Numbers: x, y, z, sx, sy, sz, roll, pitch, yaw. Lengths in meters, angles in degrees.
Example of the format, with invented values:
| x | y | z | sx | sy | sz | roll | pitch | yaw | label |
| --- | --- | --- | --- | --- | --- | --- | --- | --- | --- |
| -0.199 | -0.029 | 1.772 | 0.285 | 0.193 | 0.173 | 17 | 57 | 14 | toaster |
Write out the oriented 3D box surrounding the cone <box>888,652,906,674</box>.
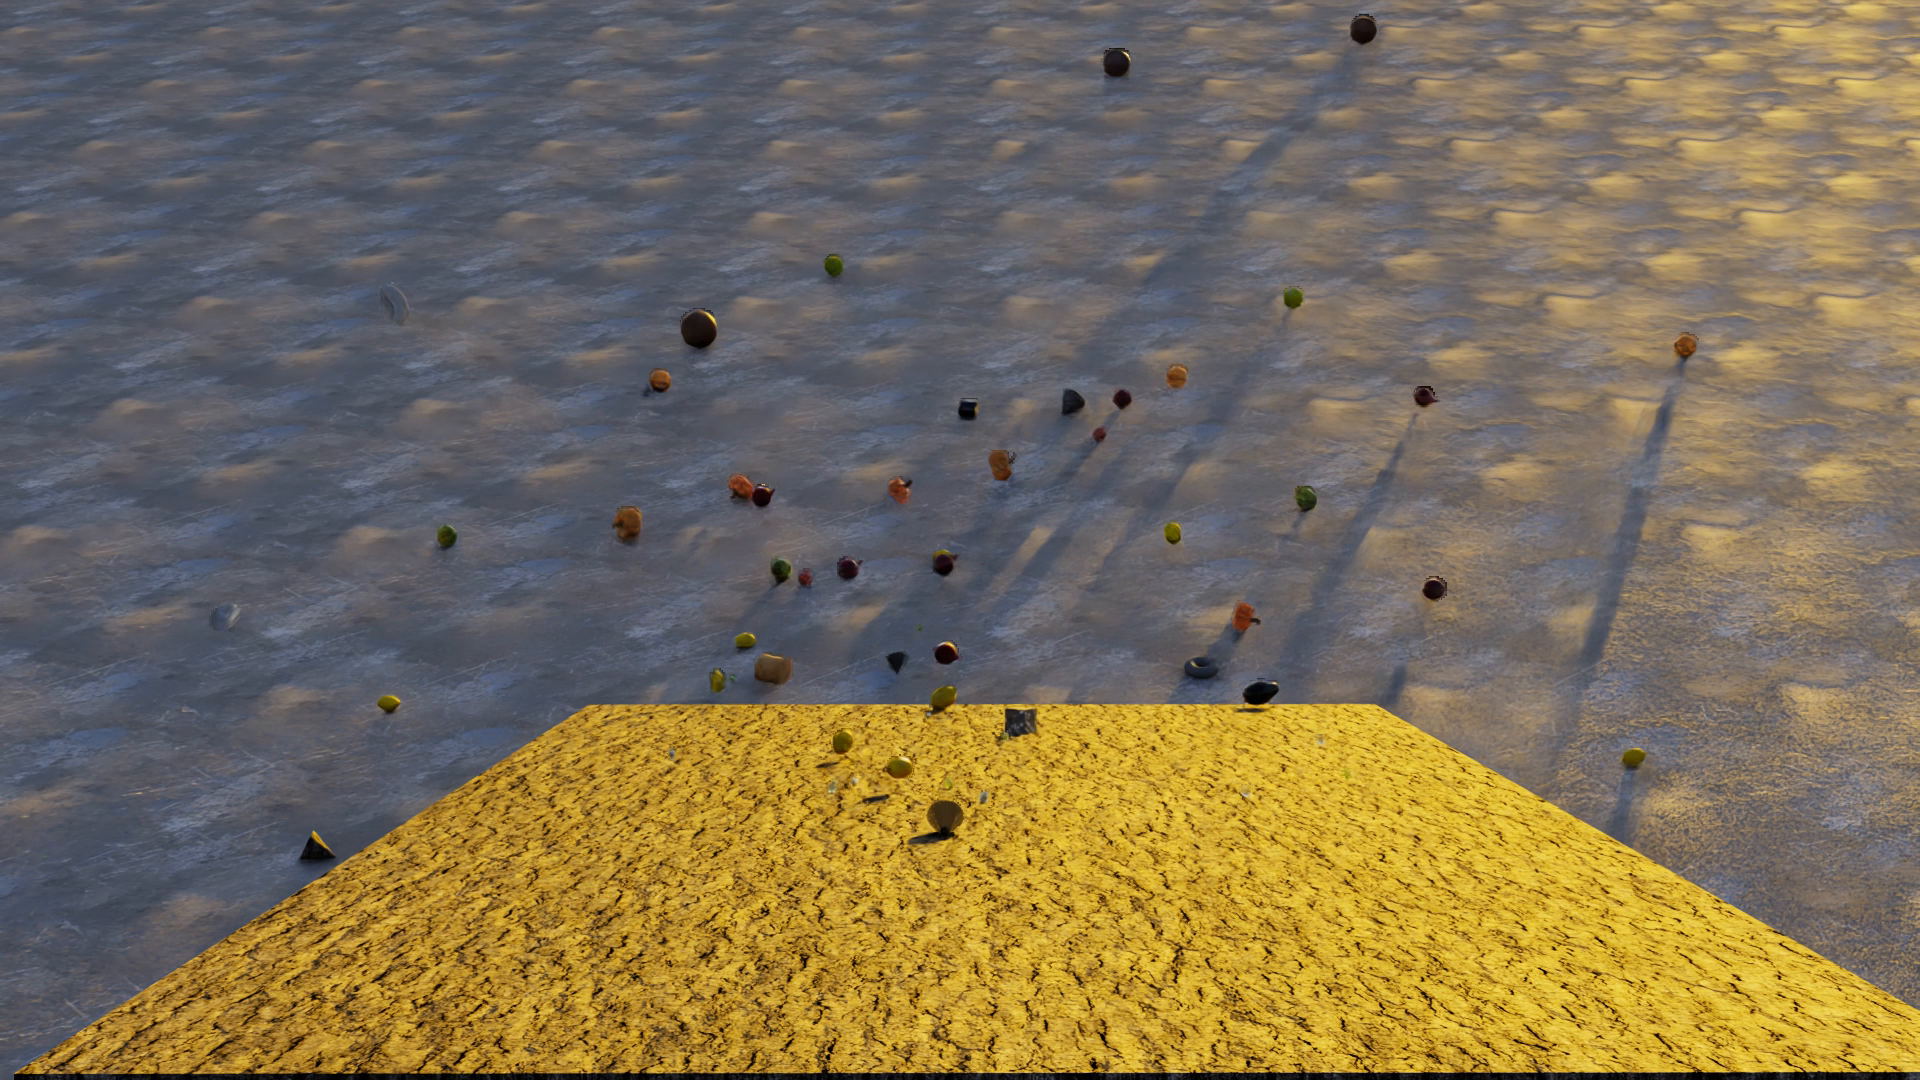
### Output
| x | y | z | sx | sy | sz | roll | pitch | yaw | label |
| --- | --- | --- | --- | --- | --- | --- | --- | --- | --- |
| -0.168 | 0.338 | 6.913 | 0.053 | 0.053 | 0.053 | -2 | 52 | -4 | cone |

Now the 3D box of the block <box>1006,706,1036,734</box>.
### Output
| x | y | z | sx | sy | sz | roll | pitch | yaw | label |
| --- | --- | --- | --- | --- | --- | --- | --- | --- | --- |
| 0.139 | 0.411 | 5.885 | 0.053 | 0.053 | 0.053 | 1 | 2 | 32 | block |

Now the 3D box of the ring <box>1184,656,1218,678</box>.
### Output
| x | y | z | sx | sy | sz | roll | pitch | yaw | label |
| --- | --- | --- | --- | --- | --- | --- | --- | --- | --- |
| 0.646 | 0.341 | 6.902 | 0.092 | 0.031 | 0.092 | -1 | 26 | 0 | ring |

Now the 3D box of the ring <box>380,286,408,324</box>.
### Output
| x | y | z | sx | sy | sz | roll | pitch | yaw | label |
| --- | --- | --- | --- | --- | --- | --- | --- | --- | --- |
| -2.030 | -0.843 | 9.247 | 0.049 | 0.148 | 0.148 | -27 | 36 | -34 | ring |

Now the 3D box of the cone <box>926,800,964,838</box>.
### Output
| x | y | z | sx | sy | sz | roll | pitch | yaw | label |
| --- | --- | --- | --- | --- | --- | --- | --- | --- | --- |
| -0.025 | 0.469 | 4.222 | 0.062 | 0.062 | 0.062 | 0 | 32 | -1 | cone |

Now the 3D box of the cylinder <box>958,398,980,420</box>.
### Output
| x | y | z | sx | sy | sz | roll | pitch | yaw | label |
| --- | --- | --- | --- | --- | --- | --- | --- | --- | --- |
| 0.028 | -0.432 | 8.499 | 0.053 | 0.053 | 0.053 | 33 | 34 | 10 | cylinder |

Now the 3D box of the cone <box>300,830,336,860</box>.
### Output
| x | y | z | sx | sy | sz | roll | pitch | yaw | label |
| --- | --- | --- | --- | --- | --- | --- | --- | --- | --- |
| -1.504 | 0.733 | 6.073 | 0.075 | 0.075 | 0.075 | 25 | 24 | -9 | cone |

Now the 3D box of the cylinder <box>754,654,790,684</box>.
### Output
| x | y | z | sx | sy | sz | roll | pitch | yaw | label |
| --- | --- | --- | --- | --- | --- | --- | --- | --- | --- |
| -0.498 | 0.343 | 6.844 | 0.071 | 0.071 | 0.071 | 10 | 27 | 26 | cylinder |

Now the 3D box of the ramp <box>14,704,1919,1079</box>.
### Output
| x | y | z | sx | sy | sz | roll | pitch | yaw | label |
| --- | --- | --- | --- | --- | --- | --- | --- | --- | --- |
| 0.058 | 0.524 | 4.562 | 2.000 | 0.100 | 4.000 | 0 | 2 | 0 | ramp |
